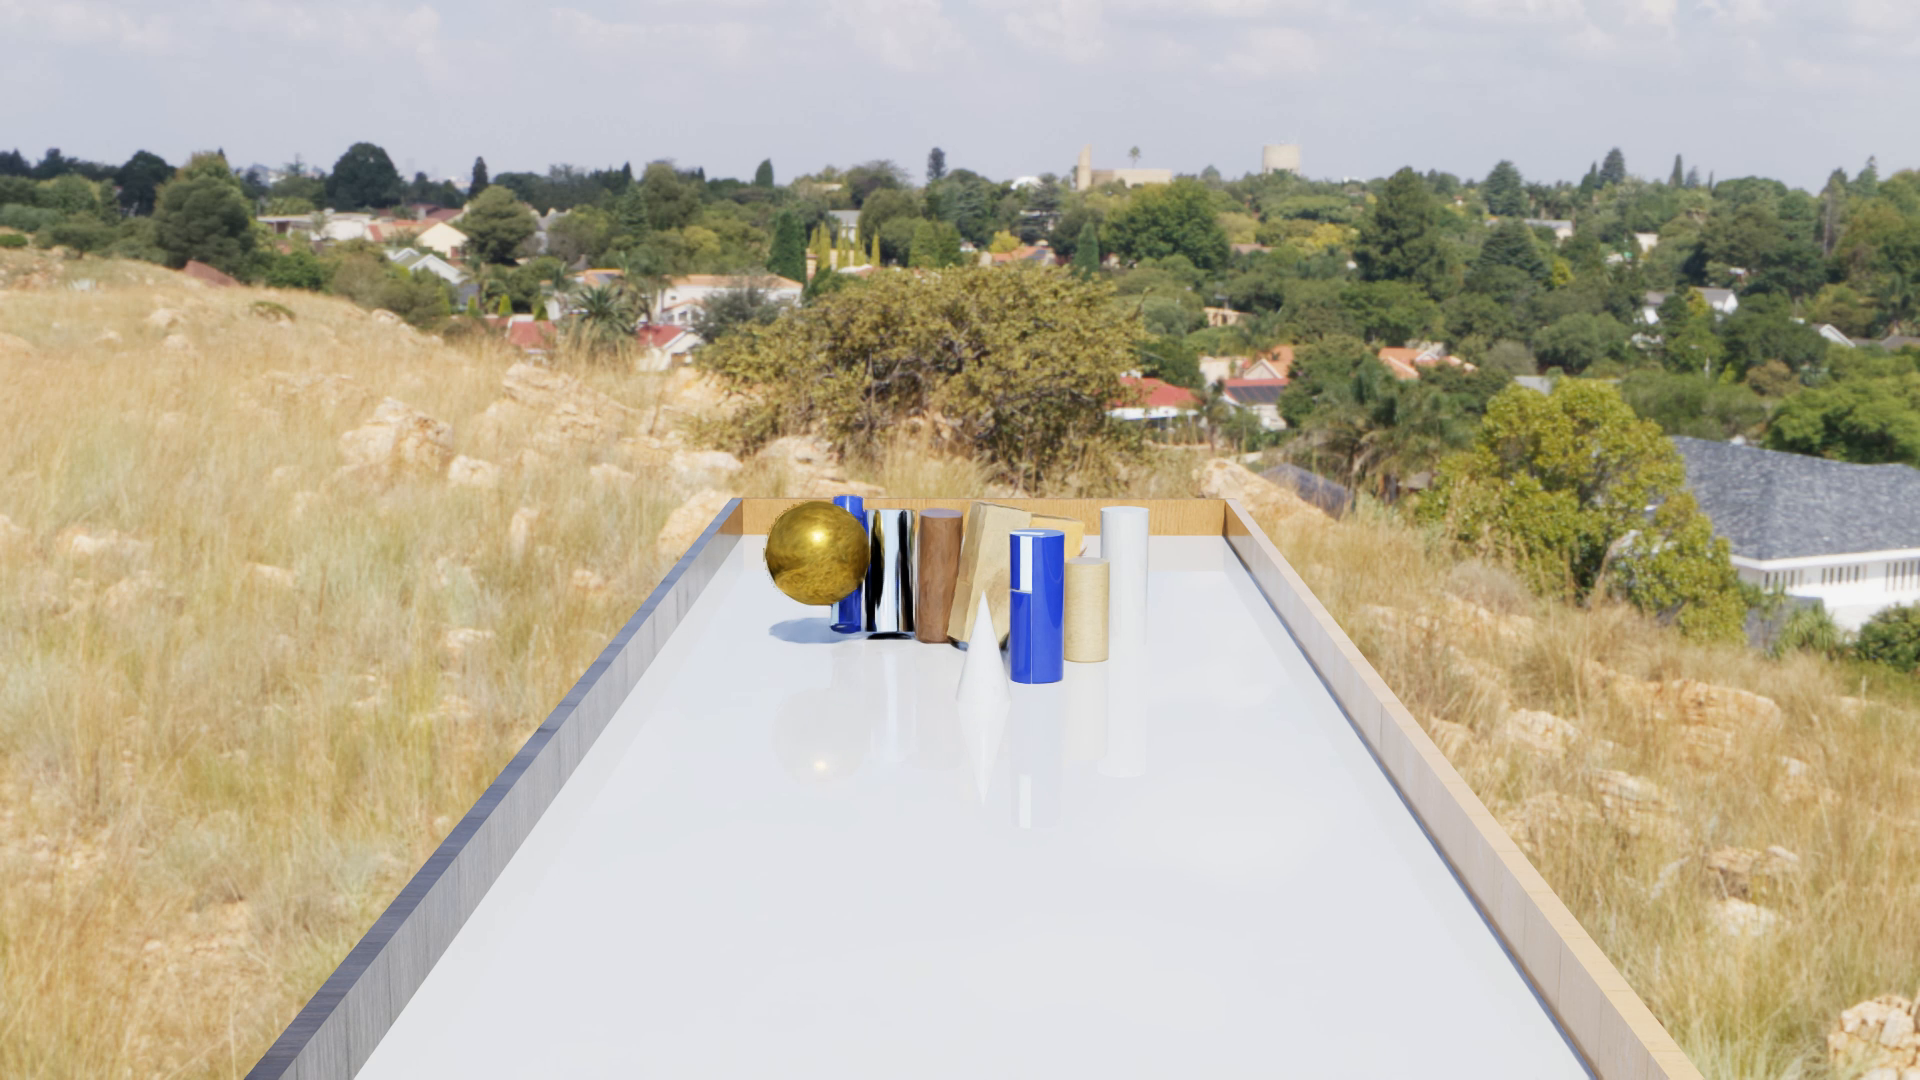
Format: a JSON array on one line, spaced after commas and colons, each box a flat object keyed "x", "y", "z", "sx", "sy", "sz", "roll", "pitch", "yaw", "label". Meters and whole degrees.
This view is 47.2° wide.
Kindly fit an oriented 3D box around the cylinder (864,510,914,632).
[{"x": -0.227, "y": 0.100, "z": 7.053, "sx": 0.165, "sy": 0.388, "sz": 0.165, "roll": 0, "pitch": -3, "yaw": 0, "label": "cylinder"}]

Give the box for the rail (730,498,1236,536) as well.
[{"x": 0.099, "y": -0.098, "z": 9.147, "sx": 2.100, "sy": 0.150, "sz": 0.050, "roll": 0, "pitch": 9, "yaw": 1, "label": "rail"}]

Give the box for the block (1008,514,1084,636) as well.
[{"x": 0.259, "y": 0.118, "z": 6.945, "sx": 0.176, "sy": 0.383, "sz": 0.176, "roll": 6, "pitch": 4, "yaw": -16, "label": "block"}]

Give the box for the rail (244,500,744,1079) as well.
[{"x": -1.004, "y": 0.839, "z": 3.234, "sx": 0.050, "sy": 0.150, "sz": 12.000, "roll": 0, "pitch": 9, "yaw": 1, "label": "rail"}]

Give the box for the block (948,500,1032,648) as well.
[{"x": 0.091, "y": 0.106, "z": 6.879, "sx": 0.147, "sy": 0.431, "sz": 0.147, "roll": 10, "pitch": 3, "yaw": -20, "label": "block"}]

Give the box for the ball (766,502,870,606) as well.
[{"x": -0.441, "y": 0.043, "z": 6.850, "sx": 0.327, "sy": 0.327, "sz": 0.327, "roll": 0, "pitch": 9, "yaw": 0, "label": "ball"}]

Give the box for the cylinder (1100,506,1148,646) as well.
[{"x": 0.518, "y": 0.114, "z": 6.941, "sx": 0.153, "sy": 0.423, "sz": 0.153, "roll": 0, "pitch": 9, "yaw": 0, "label": "cylinder"}]

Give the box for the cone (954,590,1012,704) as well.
[{"x": 0.066, "y": 0.290, "z": 6.172, "sx": 0.162, "sy": 0.316, "sz": 0.162, "roll": 0, "pitch": 9, "yaw": 0, "label": "cone"}]

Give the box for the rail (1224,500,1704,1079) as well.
[{"x": 1.046, "y": 0.843, "z": 3.208, "sx": 0.050, "sy": 0.150, "sz": 12.000, "roll": 0, "pitch": 9, "yaw": 1, "label": "rail"}]

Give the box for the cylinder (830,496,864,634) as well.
[{"x": -0.363, "y": 0.077, "z": 7.049, "sx": 0.100, "sy": 0.433, "sz": 0.100, "roll": 0, "pitch": -20, "yaw": 0, "label": "cylinder"}]

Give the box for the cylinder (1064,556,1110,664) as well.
[{"x": 0.383, "y": 0.212, "z": 6.706, "sx": 0.145, "sy": 0.302, "sz": 0.145, "roll": 0, "pitch": 9, "yaw": 0, "label": "cylinder"}]

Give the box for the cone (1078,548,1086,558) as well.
[{"x": 0.308, "y": 0.168, "z": 6.780, "sx": 0.119, "sy": 0.352, "sz": 0.119, "roll": 28, "pitch": 6, "yaw": -3, "label": "cone"}]

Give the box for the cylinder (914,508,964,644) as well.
[{"x": -0.068, "y": 0.112, "z": 6.964, "sx": 0.143, "sy": 0.406, "sz": 0.143, "roll": 2, "pitch": 14, "yaw": -1, "label": "cylinder"}]

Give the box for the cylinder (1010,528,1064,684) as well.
[{"x": 0.224, "y": 0.193, "z": 6.413, "sx": 0.160, "sy": 0.432, "sz": 0.160, "roll": 0, "pitch": 9, "yaw": 0, "label": "cylinder"}]
